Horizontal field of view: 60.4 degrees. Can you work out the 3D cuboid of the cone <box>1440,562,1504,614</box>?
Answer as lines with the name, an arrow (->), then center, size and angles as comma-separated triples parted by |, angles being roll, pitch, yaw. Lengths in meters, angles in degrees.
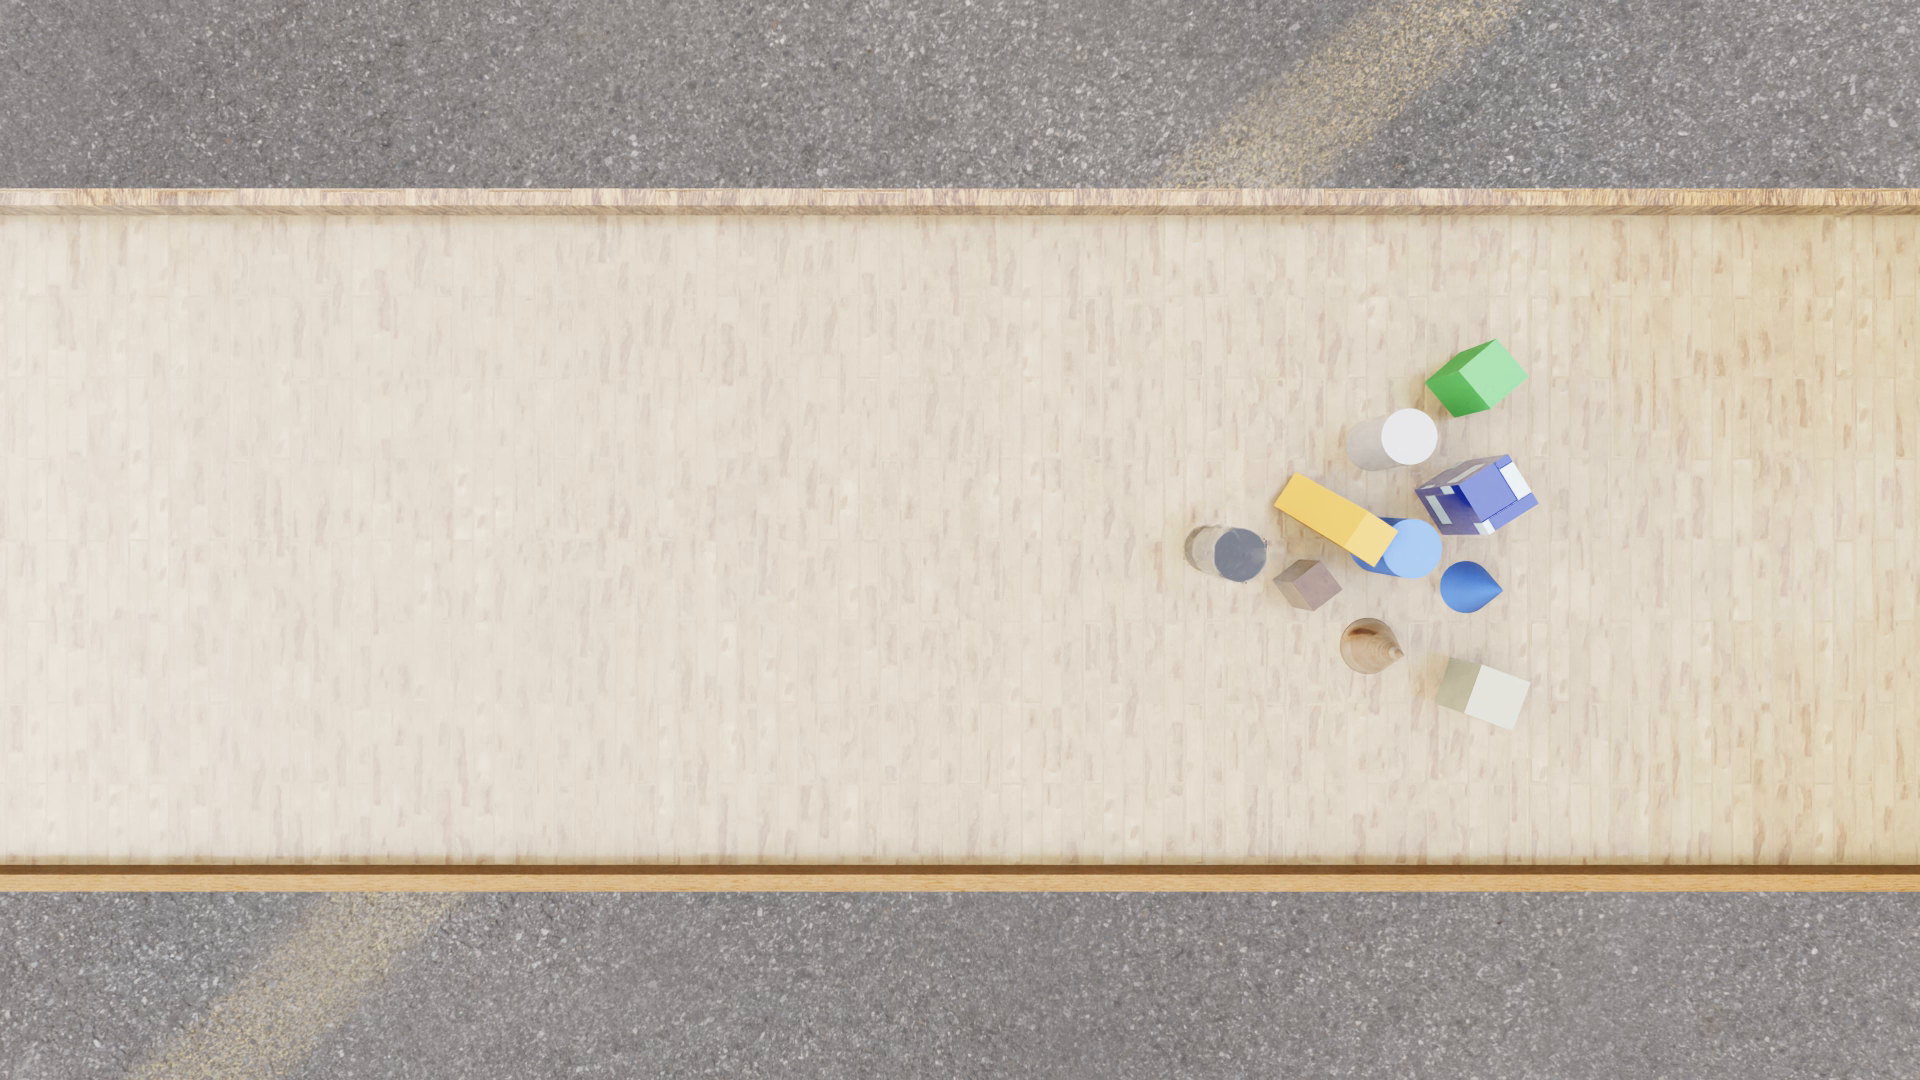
cone -> 1.558, 0.145, 4.901 | 0.161, 0.351, 0.161 | 0, 90, 0

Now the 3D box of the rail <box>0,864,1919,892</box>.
rail -> -2.247, 1.025, 5.001 | 12.000, 0.150, 0.050 | 0, 90, 0

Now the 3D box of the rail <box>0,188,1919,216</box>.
rail -> -2.247, -1.025, 5.002 | 12.000, 0.150, 0.050 | 0, 90, 0

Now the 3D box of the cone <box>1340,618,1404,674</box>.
cone -> 1.256, 0.326, 4.869 | 0.175, 0.414, 0.175 | 0, 90, 0

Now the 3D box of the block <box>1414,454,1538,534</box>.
block -> 1.511, -0.128, 4.851 | 0.164, 0.451, 0.164 | -32, 90, 0

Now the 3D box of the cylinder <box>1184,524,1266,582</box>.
cylinder -> 0.774, 0.034, 4.846 | 0.150, 0.453, 0.150 | 0, 92, -3

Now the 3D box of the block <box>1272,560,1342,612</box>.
block -> 1.033, 0.133, 4.922 | 0.105, 0.309, 0.105 | -37, 90, 0

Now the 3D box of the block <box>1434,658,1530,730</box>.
block -> 1.555, 0.457, 4.924 | 0.150, 0.304, 0.150 | 20, 90, 0

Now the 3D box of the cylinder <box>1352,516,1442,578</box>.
cylinder -> 1.287, 0.020, 4.890 | 0.172, 0.366, 0.172 | 0, 92, -1

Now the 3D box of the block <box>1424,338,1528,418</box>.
block -> 1.530, -0.477, 4.902 | 0.143, 0.349, 0.143 | -40, 90, 0

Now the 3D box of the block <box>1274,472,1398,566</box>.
block -> 1.098, -0.065, 4.847 | 0.121, 0.435, 0.121 | 30, 97, -23

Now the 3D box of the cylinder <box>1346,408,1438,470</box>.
cylinder -> 1.268, -0.292, 4.864 | 0.159, 0.425, 0.159 | 0, 90, 0
